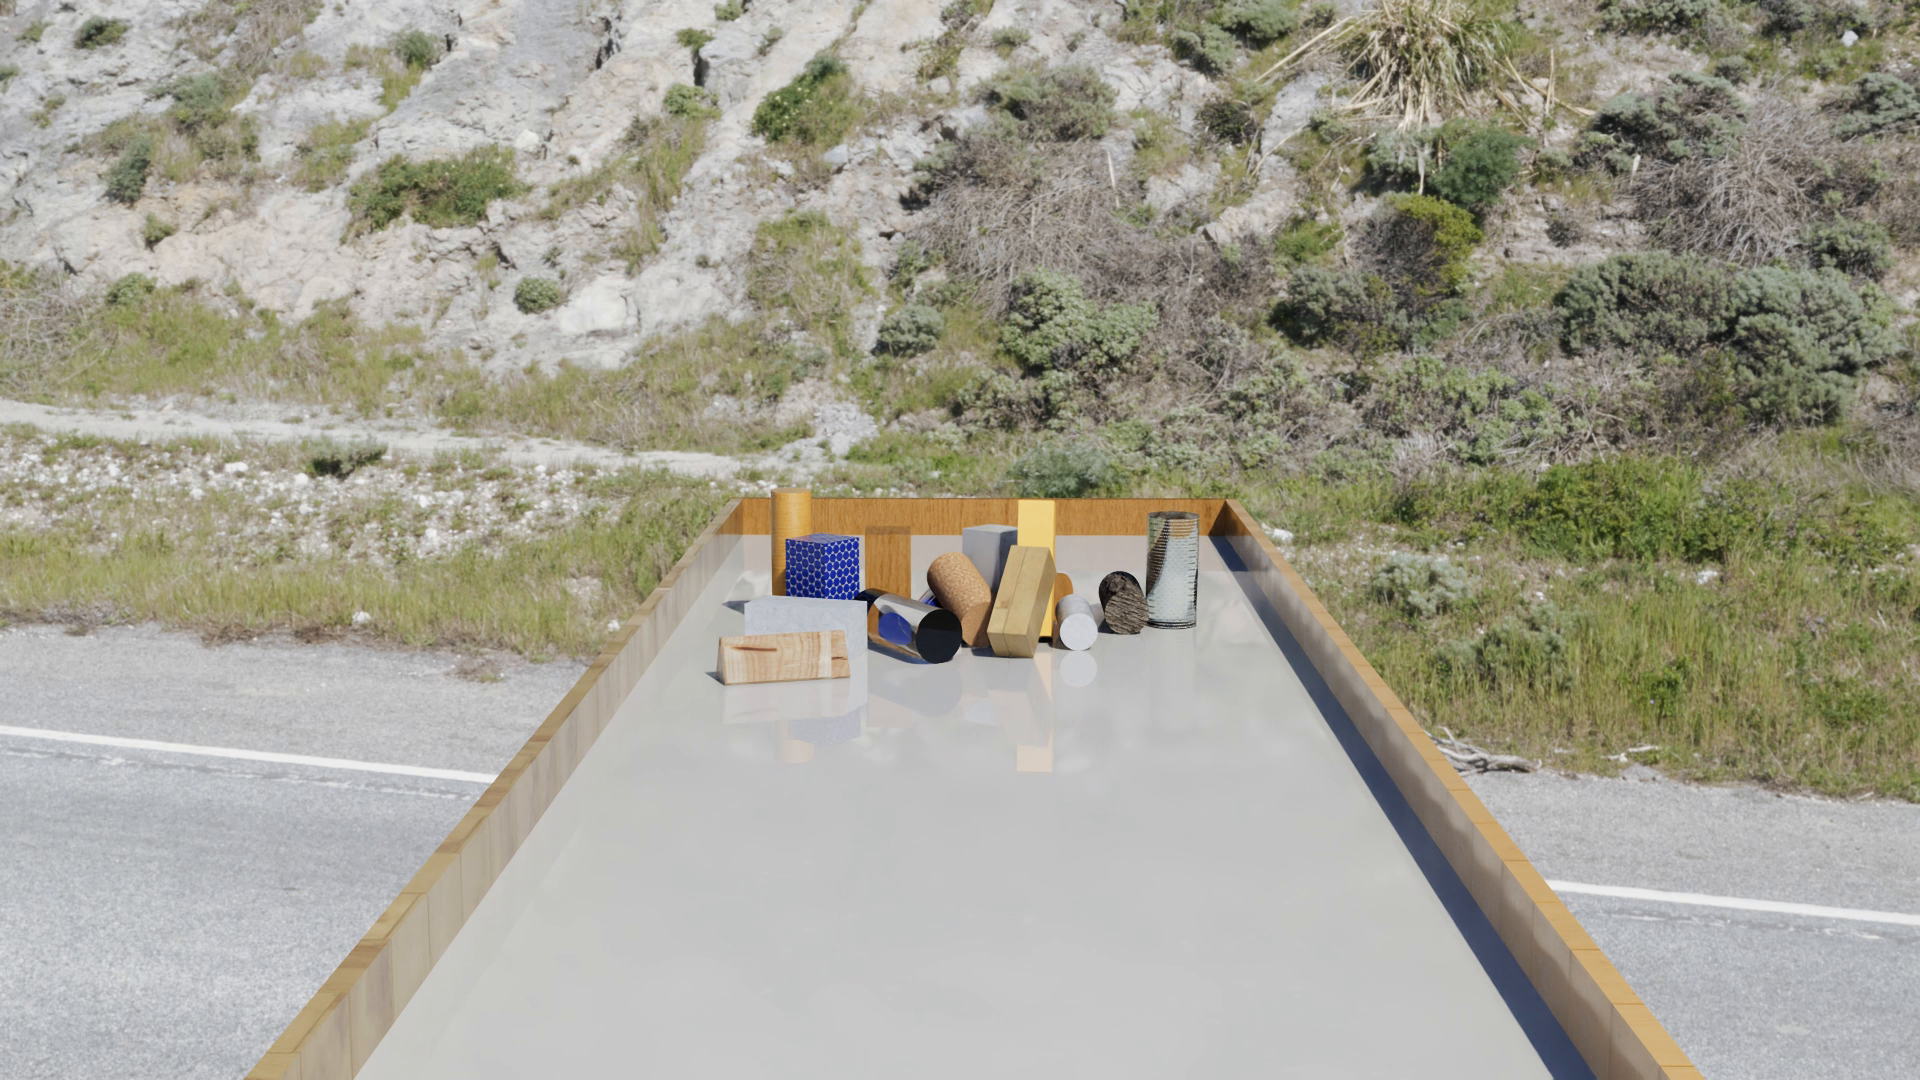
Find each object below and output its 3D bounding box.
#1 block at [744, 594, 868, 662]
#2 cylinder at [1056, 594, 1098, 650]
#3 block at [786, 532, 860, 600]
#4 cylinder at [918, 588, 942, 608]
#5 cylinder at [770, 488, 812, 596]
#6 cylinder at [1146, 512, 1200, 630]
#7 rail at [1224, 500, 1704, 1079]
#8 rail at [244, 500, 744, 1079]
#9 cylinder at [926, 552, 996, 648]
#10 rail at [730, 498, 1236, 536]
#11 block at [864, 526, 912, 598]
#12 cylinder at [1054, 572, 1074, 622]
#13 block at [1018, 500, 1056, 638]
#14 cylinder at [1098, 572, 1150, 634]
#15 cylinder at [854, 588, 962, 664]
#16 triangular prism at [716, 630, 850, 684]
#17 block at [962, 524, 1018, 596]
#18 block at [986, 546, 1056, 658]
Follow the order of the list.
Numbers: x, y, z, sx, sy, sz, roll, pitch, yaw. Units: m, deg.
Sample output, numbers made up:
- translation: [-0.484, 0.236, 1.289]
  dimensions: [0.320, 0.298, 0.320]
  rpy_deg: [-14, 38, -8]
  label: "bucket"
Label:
- translation: [-0.475, 0.271, 6.790]
  dimensions: [0.342, 0.159, 0.159]
  rpy_deg: [3, 9, 18]
  label: "block"
- translation: [0.368, 0.260, 6.995]
  dimensions: [0.117, 0.117, 0.334]
  rpy_deg: [0, 9, 0]
  label: "cylinder"
- translation: [-0.436, 0.154, 6.998]
  dimensions: [0.165, 0.324, 0.165]
  rpy_deg: [7, 11, 38]
  label: "block"
- translation: [-0.093, 0.231, 7.188]
  dimensions: [0.114, 0.114, 0.360]
  rpy_deg: [1, 9, 9]
  label: "cylinder"
- translation: [-0.550, 0.060, 7.198]
  dimensions: [0.134, 0.449, 0.134]
  rpy_deg: [0, 9, 0]
  label: "cylinder"
- translation: [0.697, 0.098, 7.221]
  dimensions: [0.170, 0.364, 0.170]
  rpy_deg: [1, 10, 0]
  label: "cylinder"
- translation: [1.046, 0.843, 3.208]
  dimensions: [0.050, 0.150, 12.000]
  rpy_deg: [0, 9, 1]
  label: "rail"
- translation: [-1.004, 0.839, 3.234]
  dimensions: [0.050, 0.150, 12.000]
  rpy_deg: [0, 9, 1]
  label: "rail"
- translation: [0.023, 0.188, 7.006]
  dimensions: [0.160, 0.160, 0.358]
  rpy_deg: [-3, 26, -18]
  label: "cylinder"
- translation: [0.099, -0.098, 9.147]
  dimensions: [2.100, 0.150, 0.050]
  rpy_deg: [0, 9, 1]
  label: "rail"
- translation: [-0.235, 0.124, 7.189]
  dimensions: [0.148, 0.319, 0.148]
  rpy_deg: [0, 12, -2]
  label: "block"
- translation: [0.196, 0.176, 7.382]
  dimensions: [0.332, 0.162, 0.162]
  rpy_deg: [6, 11, 35]
  label: "cylinder"
- translation: [0.242, 0.093, 7.009]
  dimensions: [0.112, 0.428, 0.112]
  rpy_deg: [1, -6, 6]
  label: "block"
- translation: [0.539, 0.205, 7.258]
  dimensions: [0.143, 0.143, 0.377]
  rpy_deg: [0, 9, 0]
  label: "cylinder"
- translation: [-0.173, 0.263, 6.815]
  dimensions: [0.168, 0.168, 0.419]
  rpy_deg: [-5, 11, -31]
  label: "cylinder"
- translation: [-0.521, 0.336, 6.459]
  dimensions: [0.371, 0.127, 0.147]
  rpy_deg: [-3, 9, -16]
  label: "triangular prism"
- translation: [0.115, 0.119, 7.230]
  dimensions: [0.155, 0.318, 0.155]
  rpy_deg: [7, 10, 38]
  label: "block"
- translation: [0.193, 0.189, 6.795]
  dimensions: [0.124, 0.124, 0.336]
  rpy_deg: [3, 53, 19]
  label: "block"
